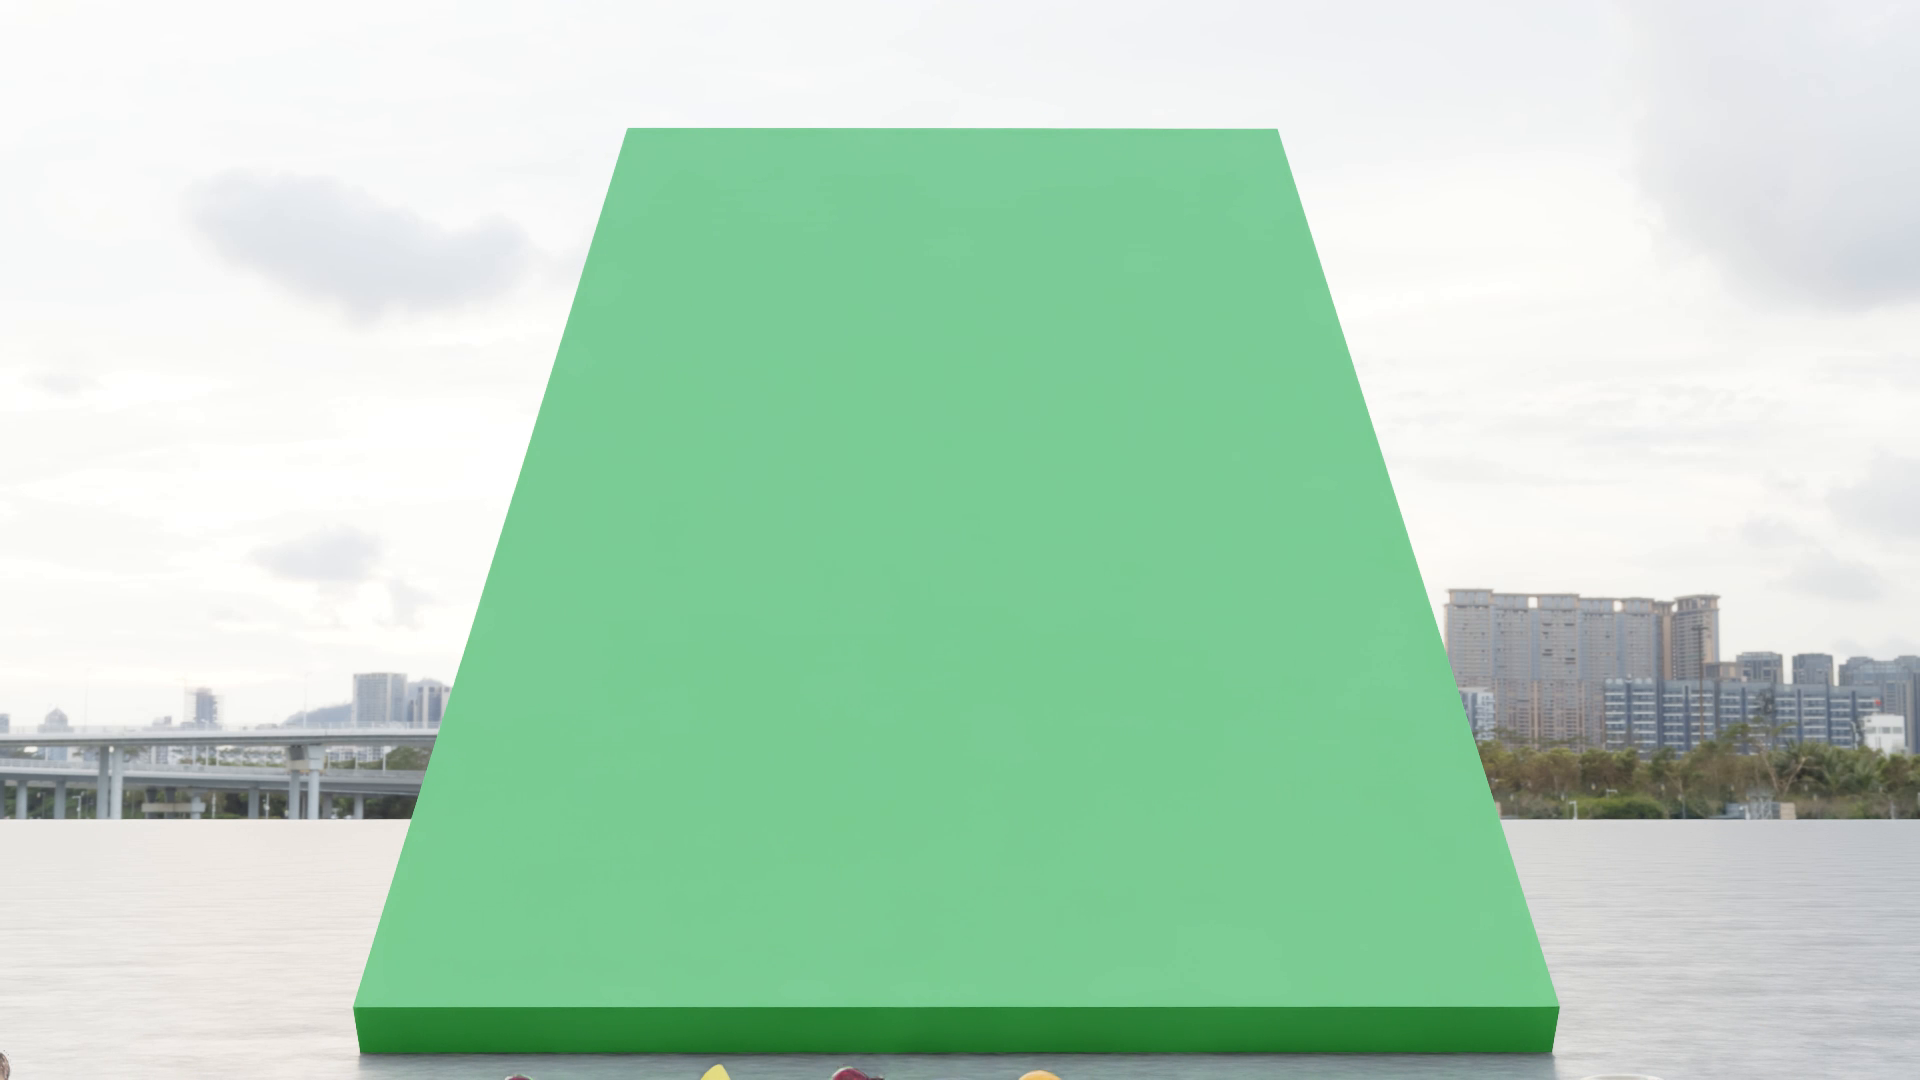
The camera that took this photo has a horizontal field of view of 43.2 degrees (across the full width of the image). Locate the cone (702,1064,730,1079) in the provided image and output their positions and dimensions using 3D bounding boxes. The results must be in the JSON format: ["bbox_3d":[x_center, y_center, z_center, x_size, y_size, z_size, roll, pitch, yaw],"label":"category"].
[{"bbox_3d":[-0.300,0.739,3.163,0.080,0.080,0.080,26,4,22],"label":"cone"}]

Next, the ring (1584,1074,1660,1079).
[{"bbox_3d":[0.891,0.746,3.258,0.136,0.045,0.136,-1,-6,0],"label":"ring"}]

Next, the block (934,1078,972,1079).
[{"bbox_3d":[-0.007,0.718,3.085,0.060,0.060,0.060,4,-7,-31],"label":"block"}]

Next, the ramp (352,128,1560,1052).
[{"bbox_3d":[-0.014,-0.204,5.764,2.000,0.100,4.000,0,31,0],"label":"ramp"}]

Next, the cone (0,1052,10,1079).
[{"bbox_3d":[-1.342,0.757,3.342,0.091,0.091,0.091,0,-33,-2],"label":"cone"}]
